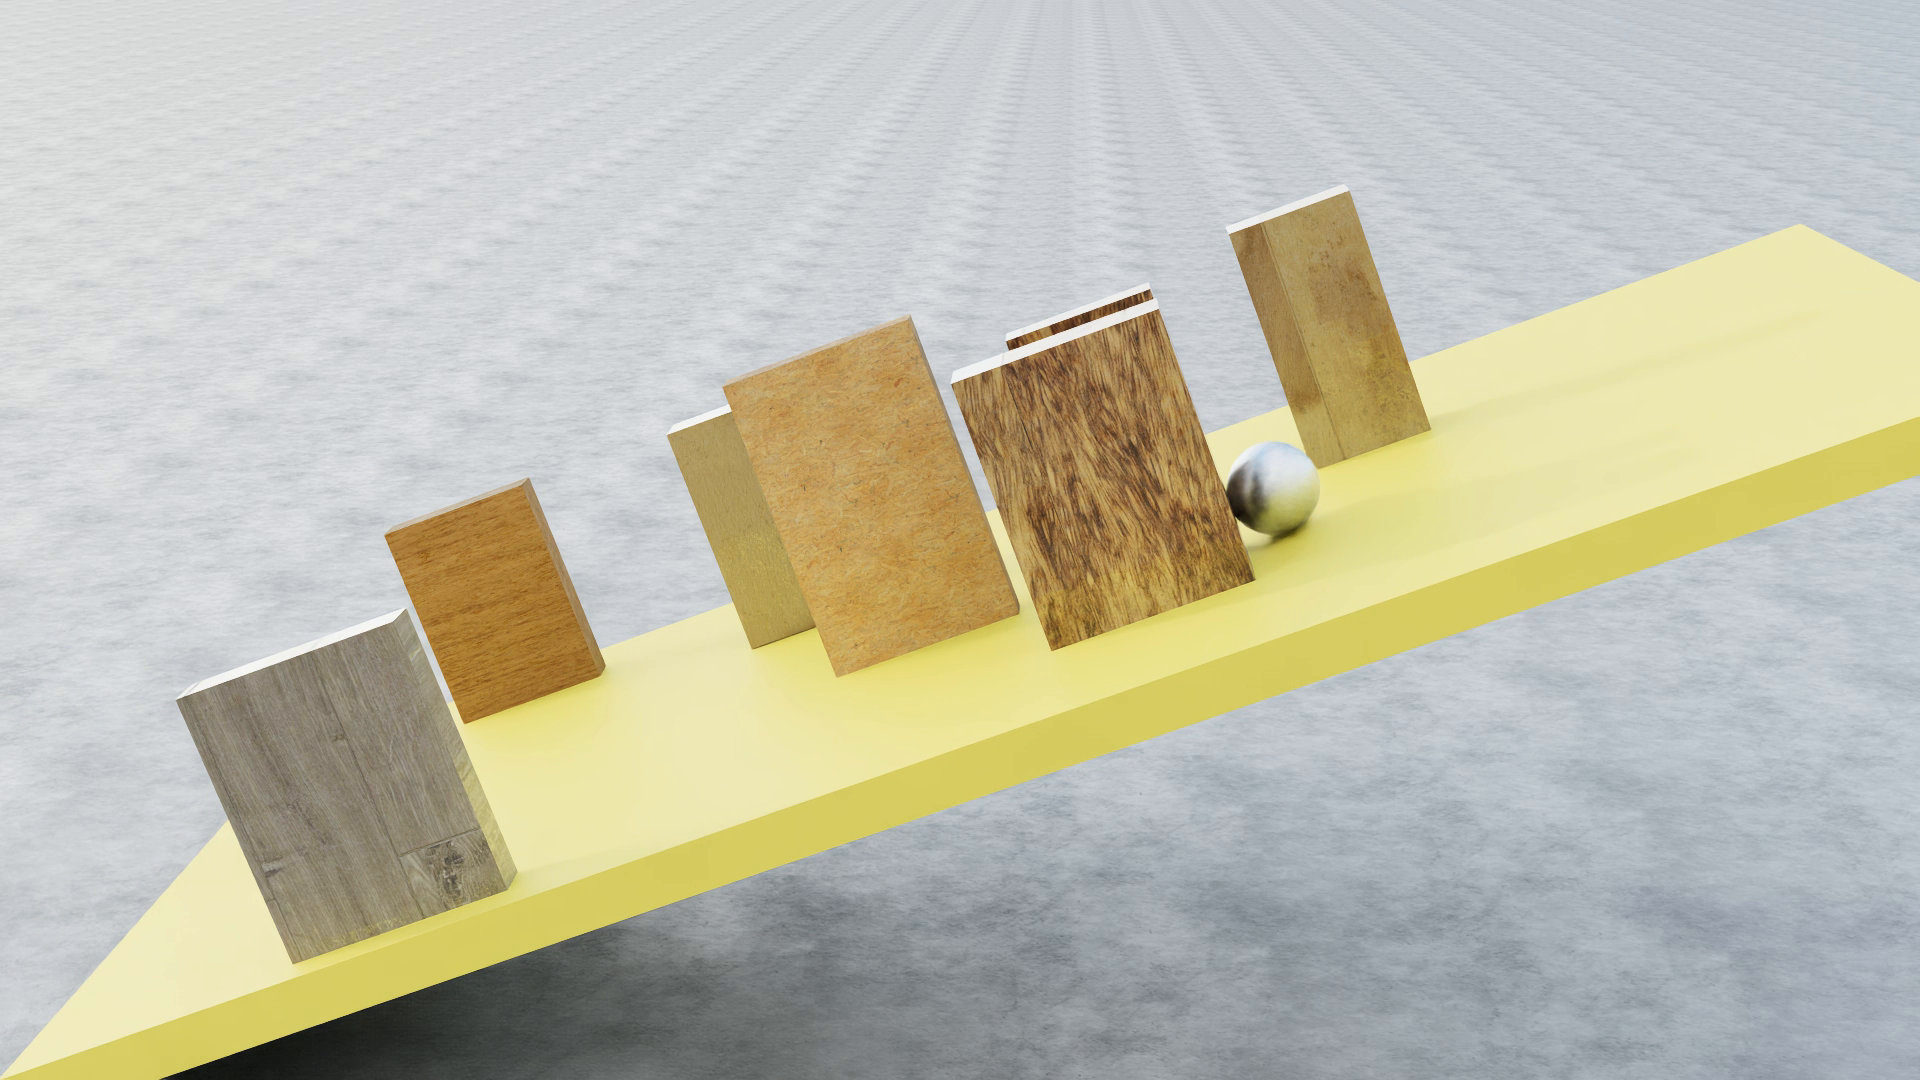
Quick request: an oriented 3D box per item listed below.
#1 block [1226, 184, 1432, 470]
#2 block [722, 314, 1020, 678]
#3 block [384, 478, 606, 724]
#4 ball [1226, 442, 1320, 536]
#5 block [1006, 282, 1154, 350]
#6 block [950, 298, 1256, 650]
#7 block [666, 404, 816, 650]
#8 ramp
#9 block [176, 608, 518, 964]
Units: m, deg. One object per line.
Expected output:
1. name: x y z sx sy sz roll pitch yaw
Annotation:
1. block: 0.801 -0.461 6.397 0.271 0.552 0.126 -20 11 6
2. block: -0.181 -0.089 6.130 0.409 0.660 0.080 -20 11 6
3. block: -1.118 0.147 7.089 0.357 0.500 0.096 -20 11 6
4. ball: 0.633 -0.104 5.953 0.190 0.190 0.190 0 13 0
5. block: 0.334 -0.191 5.910 0.303 0.575 0.095 -20 11 6
6. block: 0.281 -0.127 5.731 0.422 0.564 0.142 -20 11 6
7. block: -0.363 -0.078 6.721 0.435 0.534 0.125 -20 11 6
8. ramp: 0.116 0.176 6.297 4.000 0.100 2.000 -20 11 6
9. block: -1.150 0.465 5.536 0.443 0.554 0.104 -20 11 6
